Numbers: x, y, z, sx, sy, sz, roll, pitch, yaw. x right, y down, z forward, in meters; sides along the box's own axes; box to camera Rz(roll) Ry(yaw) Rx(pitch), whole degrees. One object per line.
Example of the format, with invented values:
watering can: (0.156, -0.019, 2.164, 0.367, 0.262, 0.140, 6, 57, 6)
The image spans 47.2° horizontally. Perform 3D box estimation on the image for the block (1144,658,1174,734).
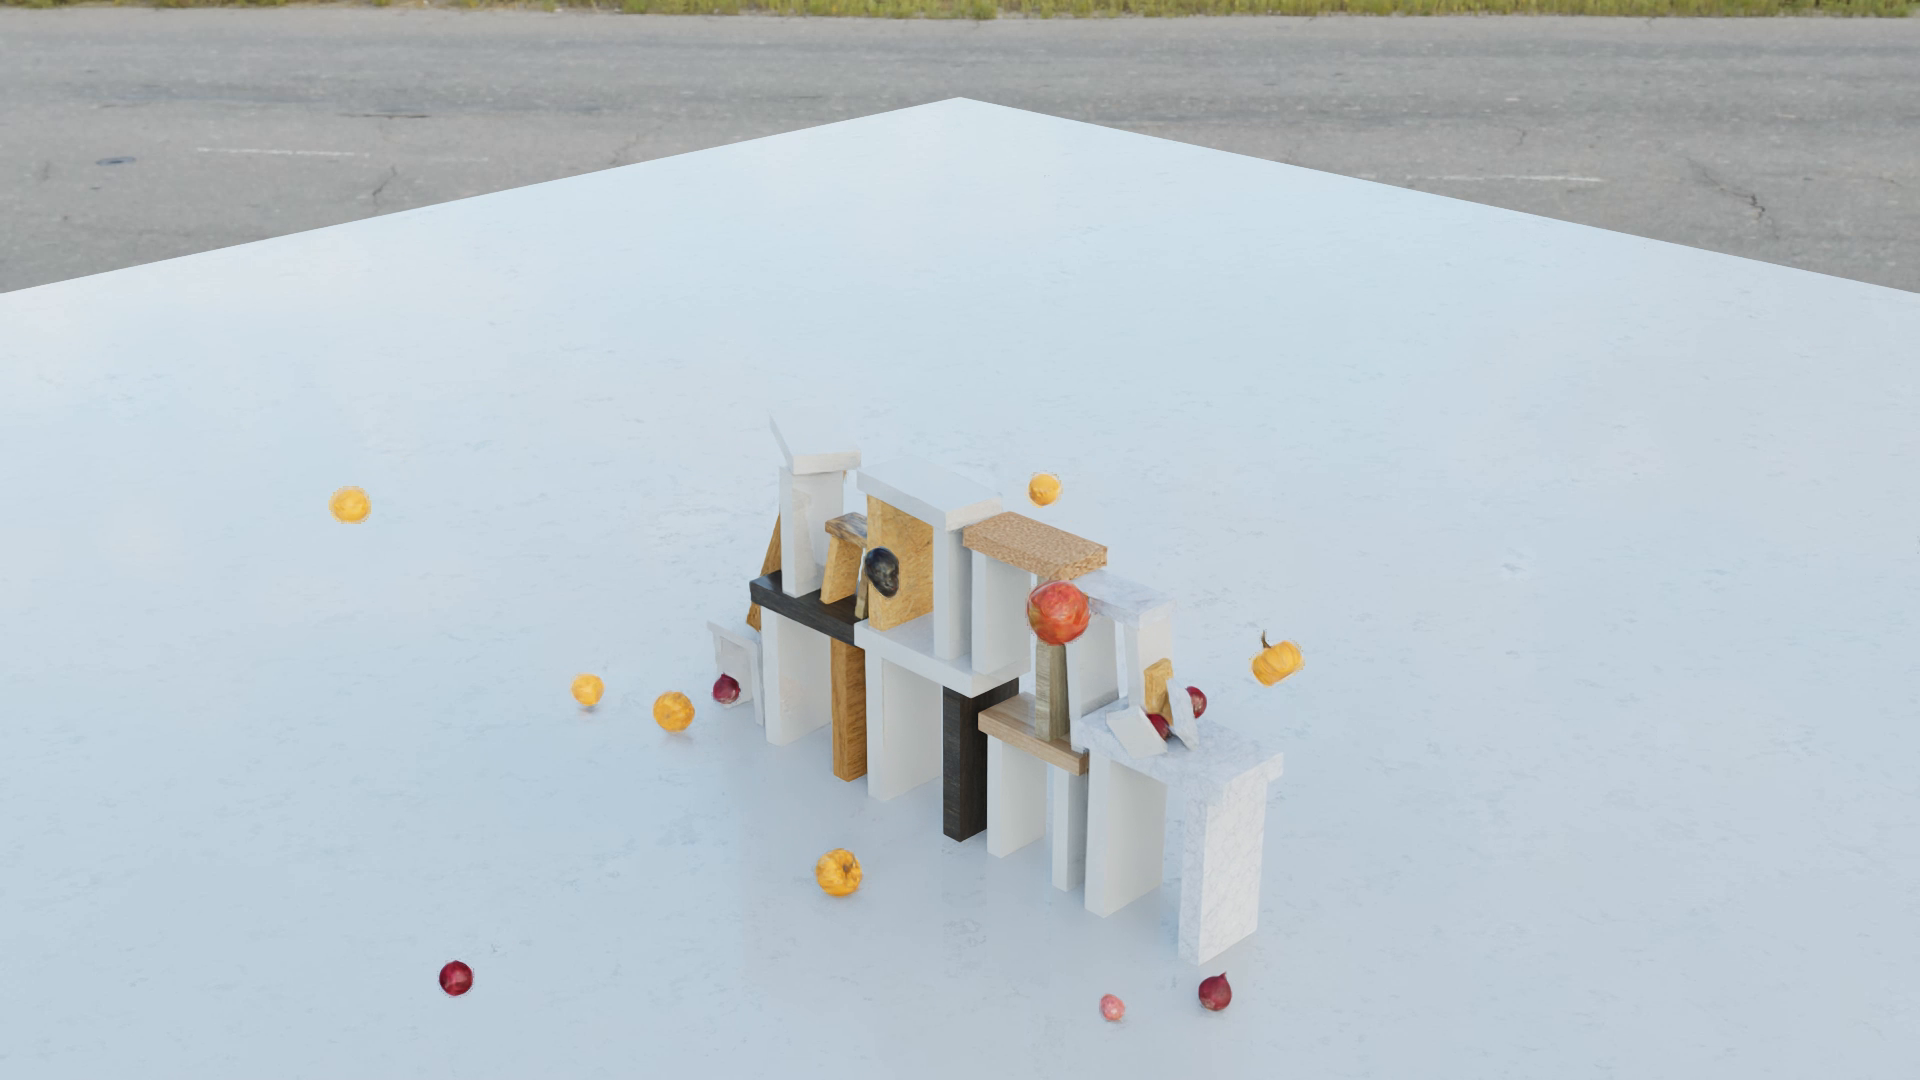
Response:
block: (0.358, 0.281, 3.944, 0.018, 0.124, 0.062, 10, 24, 38)

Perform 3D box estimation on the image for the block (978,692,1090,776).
block: (0.174, 0.366, 4.184, 0.260, 0.037, 0.130, 21, 31, 41)

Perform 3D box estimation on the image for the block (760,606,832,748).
block: (-0.348, 0.267, 4.720, 0.046, 0.322, 0.161, 18, 29, 37)

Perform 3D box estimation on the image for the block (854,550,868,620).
block: (-0.166, 0.079, 4.430, 0.079, 0.158, 0.022, -22, 44, -41)

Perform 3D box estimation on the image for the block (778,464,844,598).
block: (-0.304, -0.033, 4.539, 0.040, 0.280, 0.140, 21, 31, 40)

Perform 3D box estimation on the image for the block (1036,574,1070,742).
block: (0.197, 0.204, 4.096, 0.035, 0.331, 0.125, 21, 31, 41)

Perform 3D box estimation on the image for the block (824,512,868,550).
block: (-0.190, -0.016, 4.422, 0.079, 0.022, 0.157, -21, 30, -40)

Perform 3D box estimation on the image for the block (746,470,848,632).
block: (-0.342, -0.016, 4.726, 0.040, 0.446, 0.140, 32, 27, 28)

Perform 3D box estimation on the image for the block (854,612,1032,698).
block: (-0.036, 0.212, 4.353, 0.166, 0.047, 0.331, -21, 31, -40)

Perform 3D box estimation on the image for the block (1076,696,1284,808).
block: (0.393, 0.372, 3.952, 0.339, 0.048, 0.170, 21, 31, 40)

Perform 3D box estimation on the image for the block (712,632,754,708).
block: (-0.498, 0.276, 4.882, 0.025, 0.176, 0.088, 14, 26, 43)

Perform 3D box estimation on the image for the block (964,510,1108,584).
block: (0.139, 0.012, 4.078, 0.250, 0.035, 0.125, 21, 31, 41)

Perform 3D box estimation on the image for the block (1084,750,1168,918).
block: (0.312, 0.519, 4.102, 0.048, 0.339, 0.170, 22, 31, 40)

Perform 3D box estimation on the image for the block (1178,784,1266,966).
block: (0.472, 0.581, 3.955, 0.048, 0.339, 0.170, 22, 31, 40)

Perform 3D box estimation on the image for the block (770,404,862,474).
block: (-0.300, -0.210, 4.544, 0.140, 0.040, 0.280, -5, 24, -13)

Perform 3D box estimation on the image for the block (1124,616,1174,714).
block: (0.342, 0.233, 3.951, 0.029, 0.207, 0.104, 10, 24, 38)

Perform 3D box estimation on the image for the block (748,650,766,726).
block: (-0.412, 0.309, 4.804, 0.025, 0.176, 0.088, 16, 27, 42)

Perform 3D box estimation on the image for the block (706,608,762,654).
block: (-0.463, 0.199, 4.805, 0.088, 0.025, 0.176, -21, 31, -40)

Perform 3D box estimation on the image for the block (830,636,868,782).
block: (-0.191, 0.327, 4.577, 0.161, 0.322, 0.046, -21, 31, -41)

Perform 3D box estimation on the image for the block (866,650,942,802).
block: (-0.114, 0.355, 4.500, 0.166, 0.331, 0.047, -21, 31, -40)

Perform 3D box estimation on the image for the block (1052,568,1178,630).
block: (0.278, 0.102, 3.955, 0.207, 0.029, 0.103, 21, 31, 41)

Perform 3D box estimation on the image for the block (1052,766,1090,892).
block: (0.235, 0.527, 4.186, 0.037, 0.260, 0.130, 21, 31, 41)

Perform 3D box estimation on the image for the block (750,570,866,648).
block: (-0.270, 0.129, 4.573, 0.322, 0.046, 0.161, 21, 31, 40)

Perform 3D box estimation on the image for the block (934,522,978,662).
block: (0.014, 0.080, 4.244, 0.141, 0.282, 0.040, -21, 31, -40)

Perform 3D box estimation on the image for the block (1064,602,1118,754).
block: (0.244, 0.238, 4.058, 0.103, 0.297, 0.029, -21, 26, -41)

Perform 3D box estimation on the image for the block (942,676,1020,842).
block: (0.042, 0.417, 4.354, 0.047, 0.331, 0.166, 21, 31, 41)

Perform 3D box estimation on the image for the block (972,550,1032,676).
block: (0.080, 0.121, 4.188, 0.125, 0.250, 0.035, -21, 31, -40)

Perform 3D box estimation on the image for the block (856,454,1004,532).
block: (-0.060, -0.093, 4.240, 0.141, 0.040, 0.282, -17, 29, -35)

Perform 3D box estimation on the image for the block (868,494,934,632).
block: (-0.117, 0.027, 4.367, 0.141, 0.282, 0.040, -21, 31, -40)

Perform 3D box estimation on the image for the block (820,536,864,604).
block: (-0.239, 0.051, 4.496, 0.079, 0.158, 0.022, -22, 46, -41)

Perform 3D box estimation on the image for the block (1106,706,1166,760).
block: (0.308, 0.337, 3.842, 0.062, 0.124, 0.018, -14, 47, 22)

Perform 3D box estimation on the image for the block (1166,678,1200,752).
block: (0.396, 0.310, 3.907, 0.018, 0.062, 0.124, -26, 41, 19)

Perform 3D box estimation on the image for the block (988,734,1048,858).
block: (0.112, 0.479, 4.299, 0.037, 0.260, 0.130, 21, 31, 41)
